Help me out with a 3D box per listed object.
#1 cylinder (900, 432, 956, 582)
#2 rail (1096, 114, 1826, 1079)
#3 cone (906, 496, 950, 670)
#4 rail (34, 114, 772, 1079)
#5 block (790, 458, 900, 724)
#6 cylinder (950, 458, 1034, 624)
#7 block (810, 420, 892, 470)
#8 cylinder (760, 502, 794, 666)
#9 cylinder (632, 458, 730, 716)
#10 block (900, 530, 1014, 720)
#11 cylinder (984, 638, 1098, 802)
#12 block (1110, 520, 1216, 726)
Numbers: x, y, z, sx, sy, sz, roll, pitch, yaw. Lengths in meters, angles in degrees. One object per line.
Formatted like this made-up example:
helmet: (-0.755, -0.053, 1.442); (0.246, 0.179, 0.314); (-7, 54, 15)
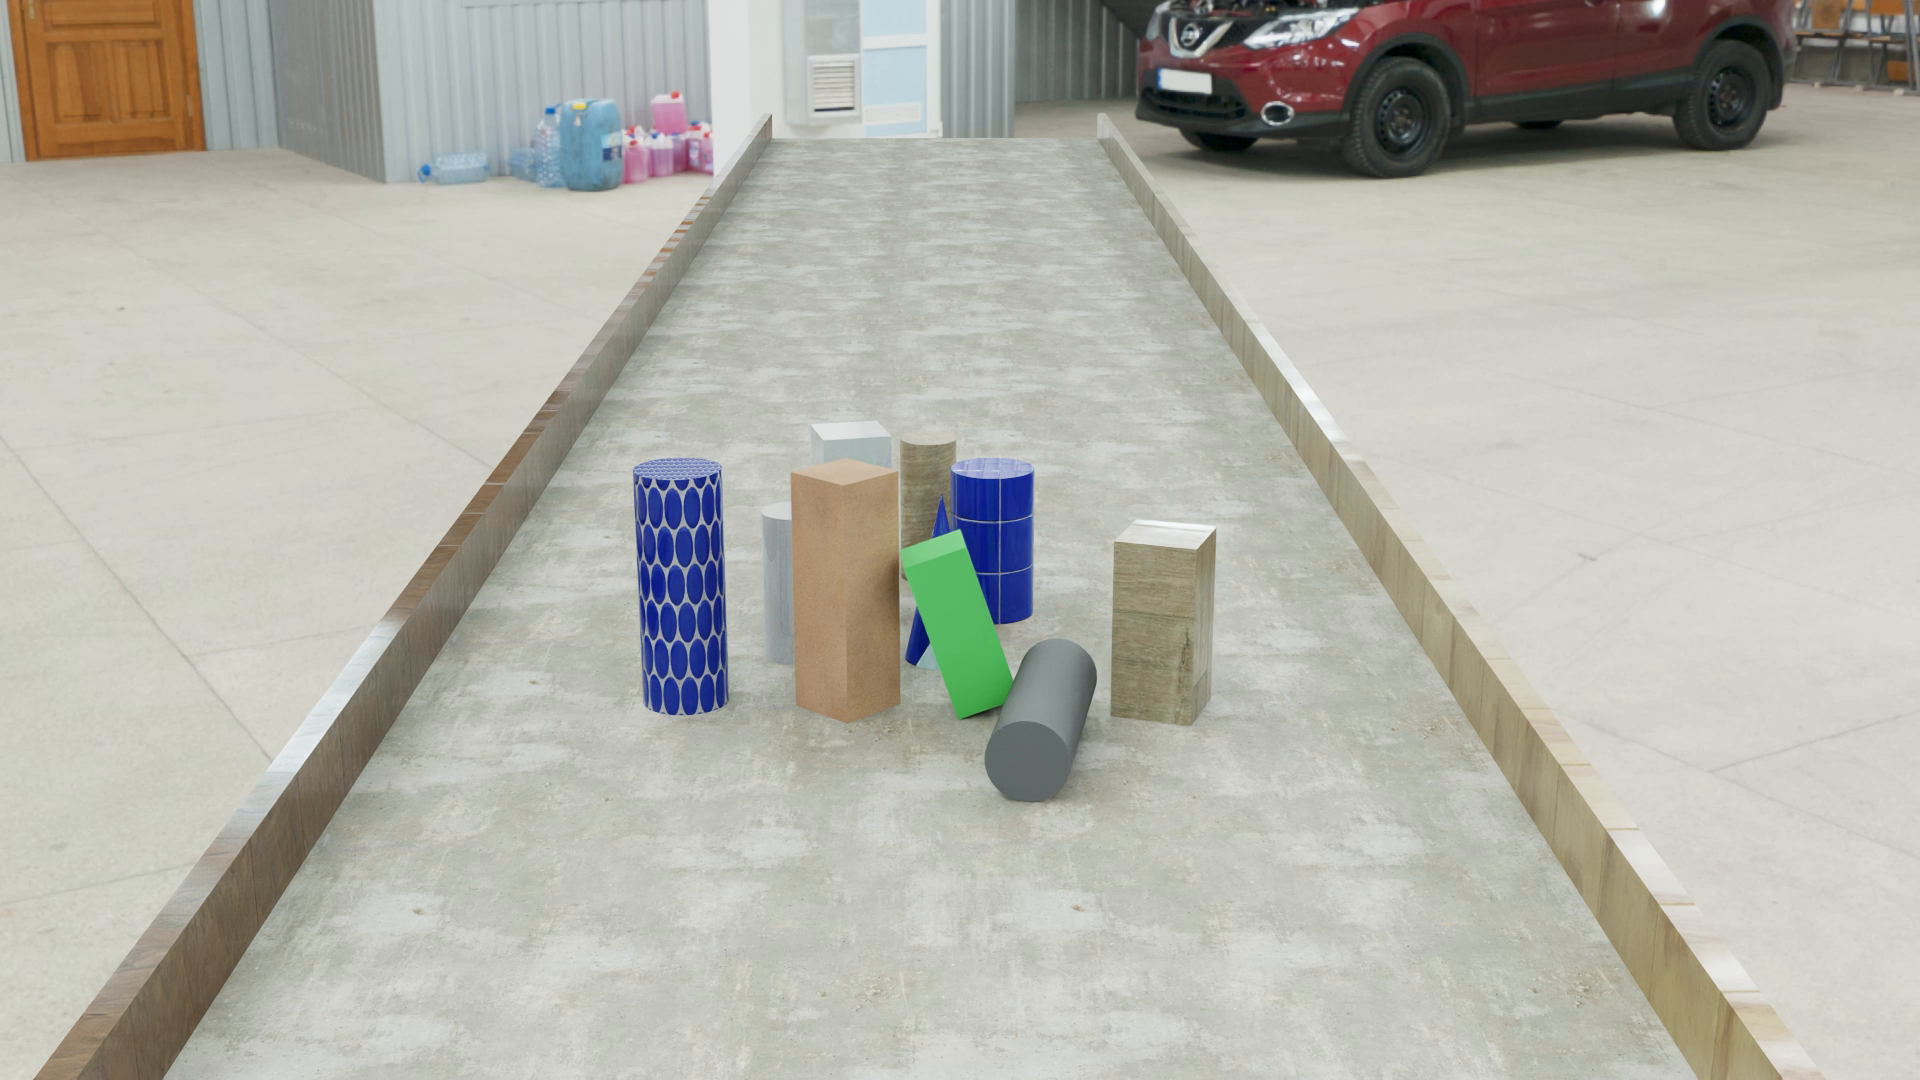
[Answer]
cylinder: (-0.070, -0.072, 4.910); (0.126, 0.319, 0.126); (0, 17, 0)
rail: (0.932, -0.844, 7.801); (0.050, 0.150, 12.000); (0, 17, -1)
cone: (-0.036, 0.071, 4.385); (0.150, 0.343, 0.150); (0, 17, 0)
rail: (-1.118, -0.838, 7.780); (0.050, 0.150, 12.000); (0, 17, -1)
block: (-0.212, 0.093, 4.111); (0.140, 0.457, 0.140); (15, 22, 41)
cylinder: (0.068, 0.001, 4.665); (0.177, 0.318, 0.177); (0, 17, 0)
block: (-0.227, -0.033, 4.625); (0.142, 0.406, 0.142); (-4, 17, -14)
cylinder: (-0.326, 0.086, 4.409); (0.138, 0.302, 0.138); (0, 17, 0)
cylinder: (-0.523, 0.087, 4.135); (0.164, 0.457, 0.164); (0, 17, 0)
block: (-0.001, 0.157, 4.110); (0.120, 0.313, 0.120); (-19, 17, 1)
cylinder: (0.149, 0.314, 3.915); (0.147, 0.147, 0.432); (3, 17, 9)
block: (0.381, 0.153, 4.114); (0.155, 0.342, 0.155); (6, 18, 19)
